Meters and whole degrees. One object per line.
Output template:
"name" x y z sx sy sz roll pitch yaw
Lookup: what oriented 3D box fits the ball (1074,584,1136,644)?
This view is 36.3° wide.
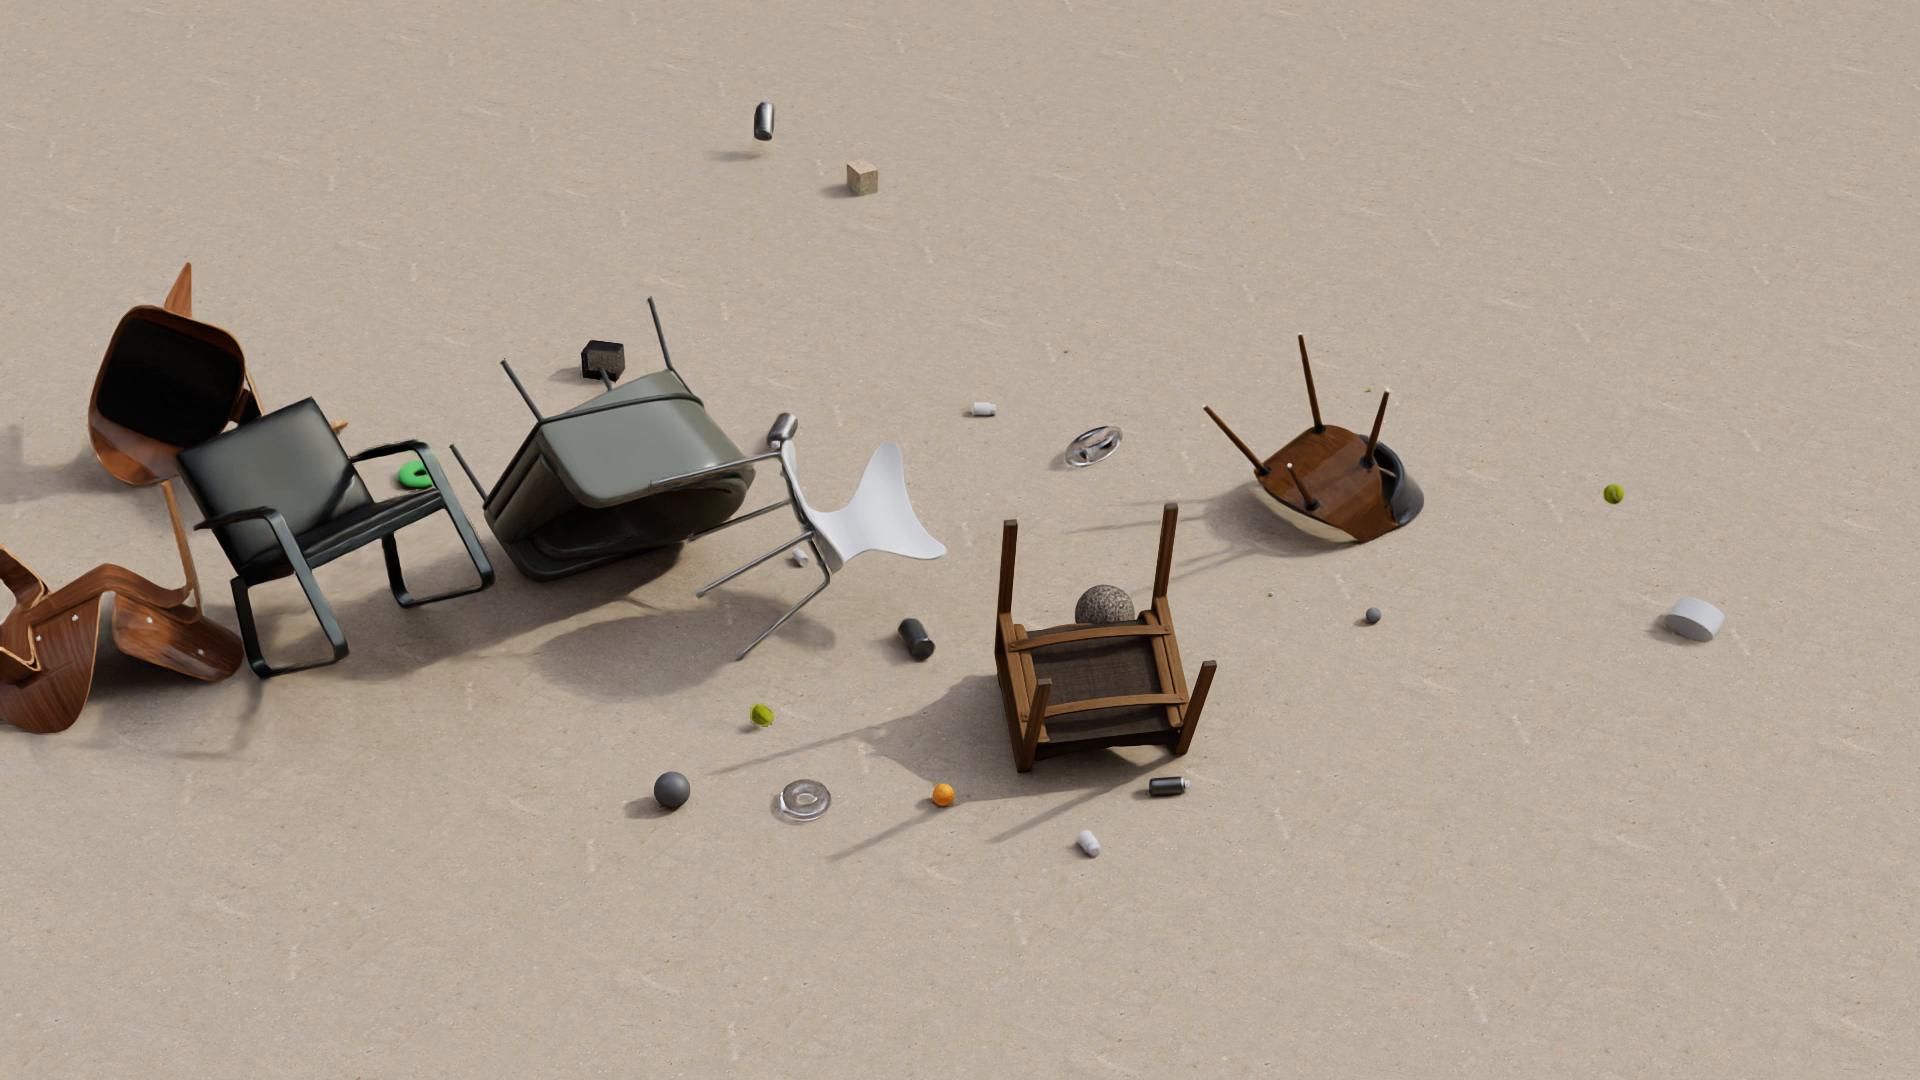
"ball" 0.511 0.264 10.350 0.214 0.214 0.214 0 33 0

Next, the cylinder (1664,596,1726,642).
"cylinder" 2.618 0.282 10.442 0.183 0.081 0.131 25 40 22

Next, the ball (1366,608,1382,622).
"ball" 1.479 0.268 10.488 0.055 0.055 0.055 0 33 0

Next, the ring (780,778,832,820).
"ring" -0.507 0.851 9.618 0.173 0.039 0.206 0 33 -1

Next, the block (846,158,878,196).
"block" -0.444 -1.651 13.348 0.092 0.113 0.130 -17 37 -24

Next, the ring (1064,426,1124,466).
"ring" 0.523 -0.368 11.437 0.139 0.074 0.308 27 41 37

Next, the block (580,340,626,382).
"block" -1.453 -0.730 11.947 0.143 0.117 0.111 8 34 12

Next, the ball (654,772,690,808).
"ball" -0.942 0.817 9.595 0.120 0.120 0.120 0 33 0

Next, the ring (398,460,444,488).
"ring" -2.077 -0.254 11.291 0.176 0.044 0.177 -16 36 -21
